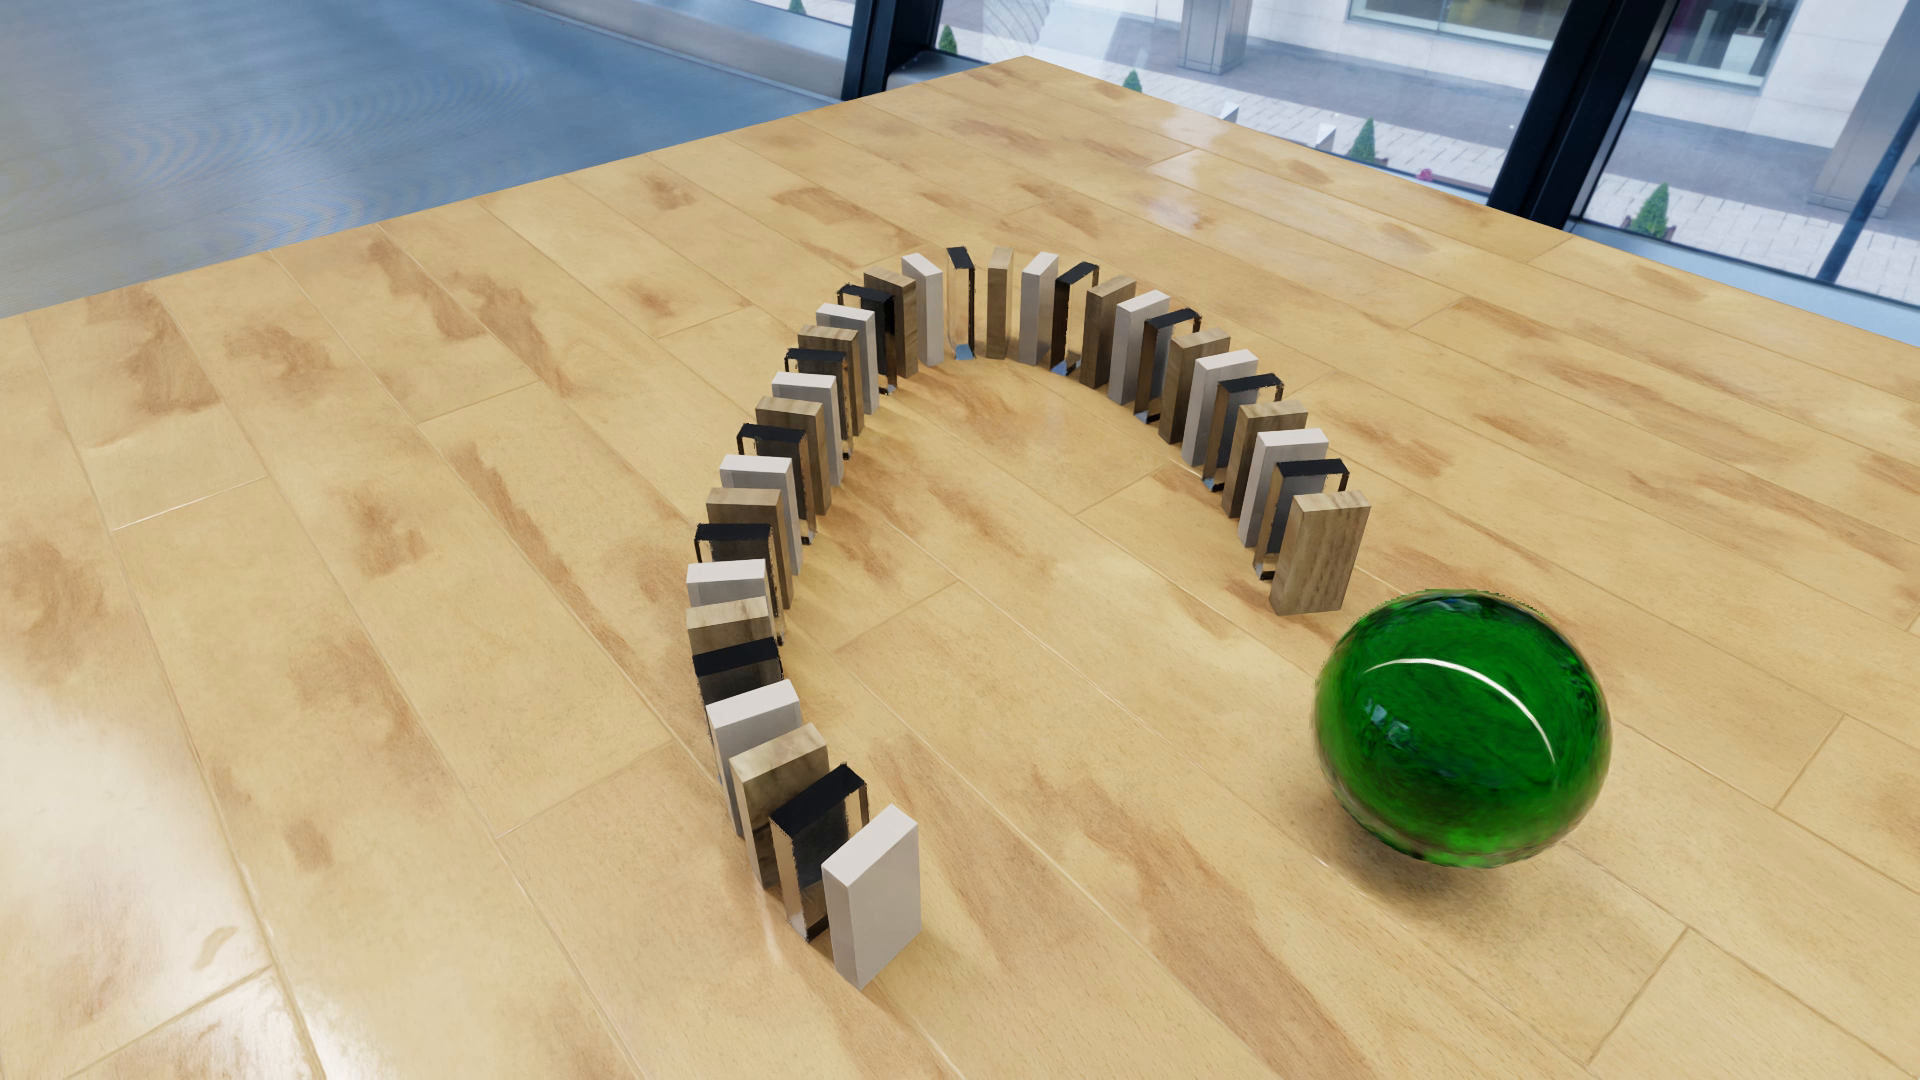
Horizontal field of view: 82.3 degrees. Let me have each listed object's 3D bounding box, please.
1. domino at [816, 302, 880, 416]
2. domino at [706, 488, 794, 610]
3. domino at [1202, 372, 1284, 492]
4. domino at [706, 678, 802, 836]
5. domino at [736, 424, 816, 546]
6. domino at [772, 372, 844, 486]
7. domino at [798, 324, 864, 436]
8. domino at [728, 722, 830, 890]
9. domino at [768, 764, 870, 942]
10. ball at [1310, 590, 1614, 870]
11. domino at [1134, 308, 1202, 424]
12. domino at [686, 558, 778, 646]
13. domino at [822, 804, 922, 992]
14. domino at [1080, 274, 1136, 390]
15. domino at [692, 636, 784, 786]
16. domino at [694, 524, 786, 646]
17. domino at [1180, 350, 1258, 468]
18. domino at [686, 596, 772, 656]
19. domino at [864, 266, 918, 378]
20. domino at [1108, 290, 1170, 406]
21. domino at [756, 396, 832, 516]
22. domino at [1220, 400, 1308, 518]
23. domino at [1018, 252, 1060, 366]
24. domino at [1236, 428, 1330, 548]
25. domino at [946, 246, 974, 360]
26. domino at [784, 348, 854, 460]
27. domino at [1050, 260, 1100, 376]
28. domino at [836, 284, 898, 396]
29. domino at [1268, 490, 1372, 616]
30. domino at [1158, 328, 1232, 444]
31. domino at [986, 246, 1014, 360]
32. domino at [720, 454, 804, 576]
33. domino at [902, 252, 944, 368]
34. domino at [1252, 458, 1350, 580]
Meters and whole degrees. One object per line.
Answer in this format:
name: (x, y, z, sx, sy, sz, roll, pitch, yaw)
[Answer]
domino: (-0.052, -0.084, 0.514, 0.025, 0.050, 0.009, 13, 41, 16)
domino: (-0.077, 0.004, 0.407, 0.025, 0.050, 0.010, 2, 39, 2)
domino: (0.120, -0.045, 0.467, 0.025, 0.050, 0.010, -11, 41, -13)
domino: (-0.059, 0.066, 0.331, 0.025, 0.050, 0.009, -17, 42, -19)
domino: (-0.072, -0.022, 0.438, 0.025, 0.050, 0.009, 7, 40, 9)
domino: (-0.064, -0.047, 0.468, 0.025, 0.050, 0.010, 5, 40, 7)
domino: (-0.058, -0.072, 0.499, 0.025, 0.050, 0.010, 8, 40, 10)
domino: (-0.050, 0.077, 0.317, 0.025, 0.050, 0.009, -21, 44, -24)
domino: (-0.037, 0.087, 0.305, 0.025, 0.050, 0.009, -31, 48, -32)
ball: (0.145, 0.055, 0.321, 0.080, 0.080, 0.080, 0, 39, 0)
domino: (0.096, -0.080, 0.510, 0.025, 0.050, 0.009, -20, 44, -23)
domino: (-0.077, 0.029, 0.376, 0.025, 0.050, 0.010, -4, 39, -5)
domino: (-0.023, 0.096, 0.294, 0.009, 0.050, 0.025, 29, 48, 31)
domino: (0.072, -0.101, 0.535, 0.025, 0.050, 0.009, -31, 49, -32)
domino: (-0.067, 0.054, 0.345, 0.025, 0.050, 0.010, -13, 41, -15)
domino: (-0.078, 0.017, 0.391, 0.025, 0.050, 0.009, 0, 39, 0)
domino: (0.113, -0.057, 0.481, 0.025, 0.050, 0.009, -14, 41, -16)
domino: (-0.073, 0.042, 0.360, 0.025, 0.050, 0.009, -9, 40, -11)
domino: (-0.034, -0.107, 0.542, 0.025, 0.050, 0.009, 26, 46, 28)
domino: (0.085, -0.091, 0.523, 0.025, 0.050, 0.010, -25, 46, -28)
domino: (-0.068, -0.034, 0.453, 0.025, 0.050, 0.010, 8, 40, 10)
domino: (0.124, -0.033, 0.451, 0.025, 0.050, 0.009, -7, 40, -8)
domino: (0.039, -0.116, 0.553, 0.009, 0.050, 0.025, 17, 42, 19)
domino: (0.127, -0.020, 0.436, 0.025, 0.050, 0.009, -5, 40, -6)
domino: (0.000, -0.120, 0.558, 0.009, 0.050, 0.025, -7, 40, -9)
domino: (-0.062, -0.059, 0.484, 0.025, 0.050, 0.010, 5, 40, 6)
domino: (0.057, -0.109, 0.545, 0.010, 0.050, 0.025, 25, 46, 28)
domino: (-0.044, -0.096, 0.529, 0.025, 0.050, 0.009, 17, 42, 20)
domino: (0.132, 0.005, 0.405, 0.025, 0.050, 0.009, -5, 40, -6)
domino: (0.105, -0.069, 0.496, 0.025, 0.050, 0.009, -17, 42, -19)
domino: (0.020, -0.120, 0.558, 0.009, 0.050, 0.025, 6, 40, 8)
domino: (-0.076, -0.009, 0.422, 0.025, 0.050, 0.009, 4, 39, 5)
domino: (-0.019, -0.115, 0.552, 0.009, 0.050, 0.025, -20, 43, -23)
domino: (0.130, -0.007, 0.420, 0.025, 0.050, 0.009, -4, 39, -4)
